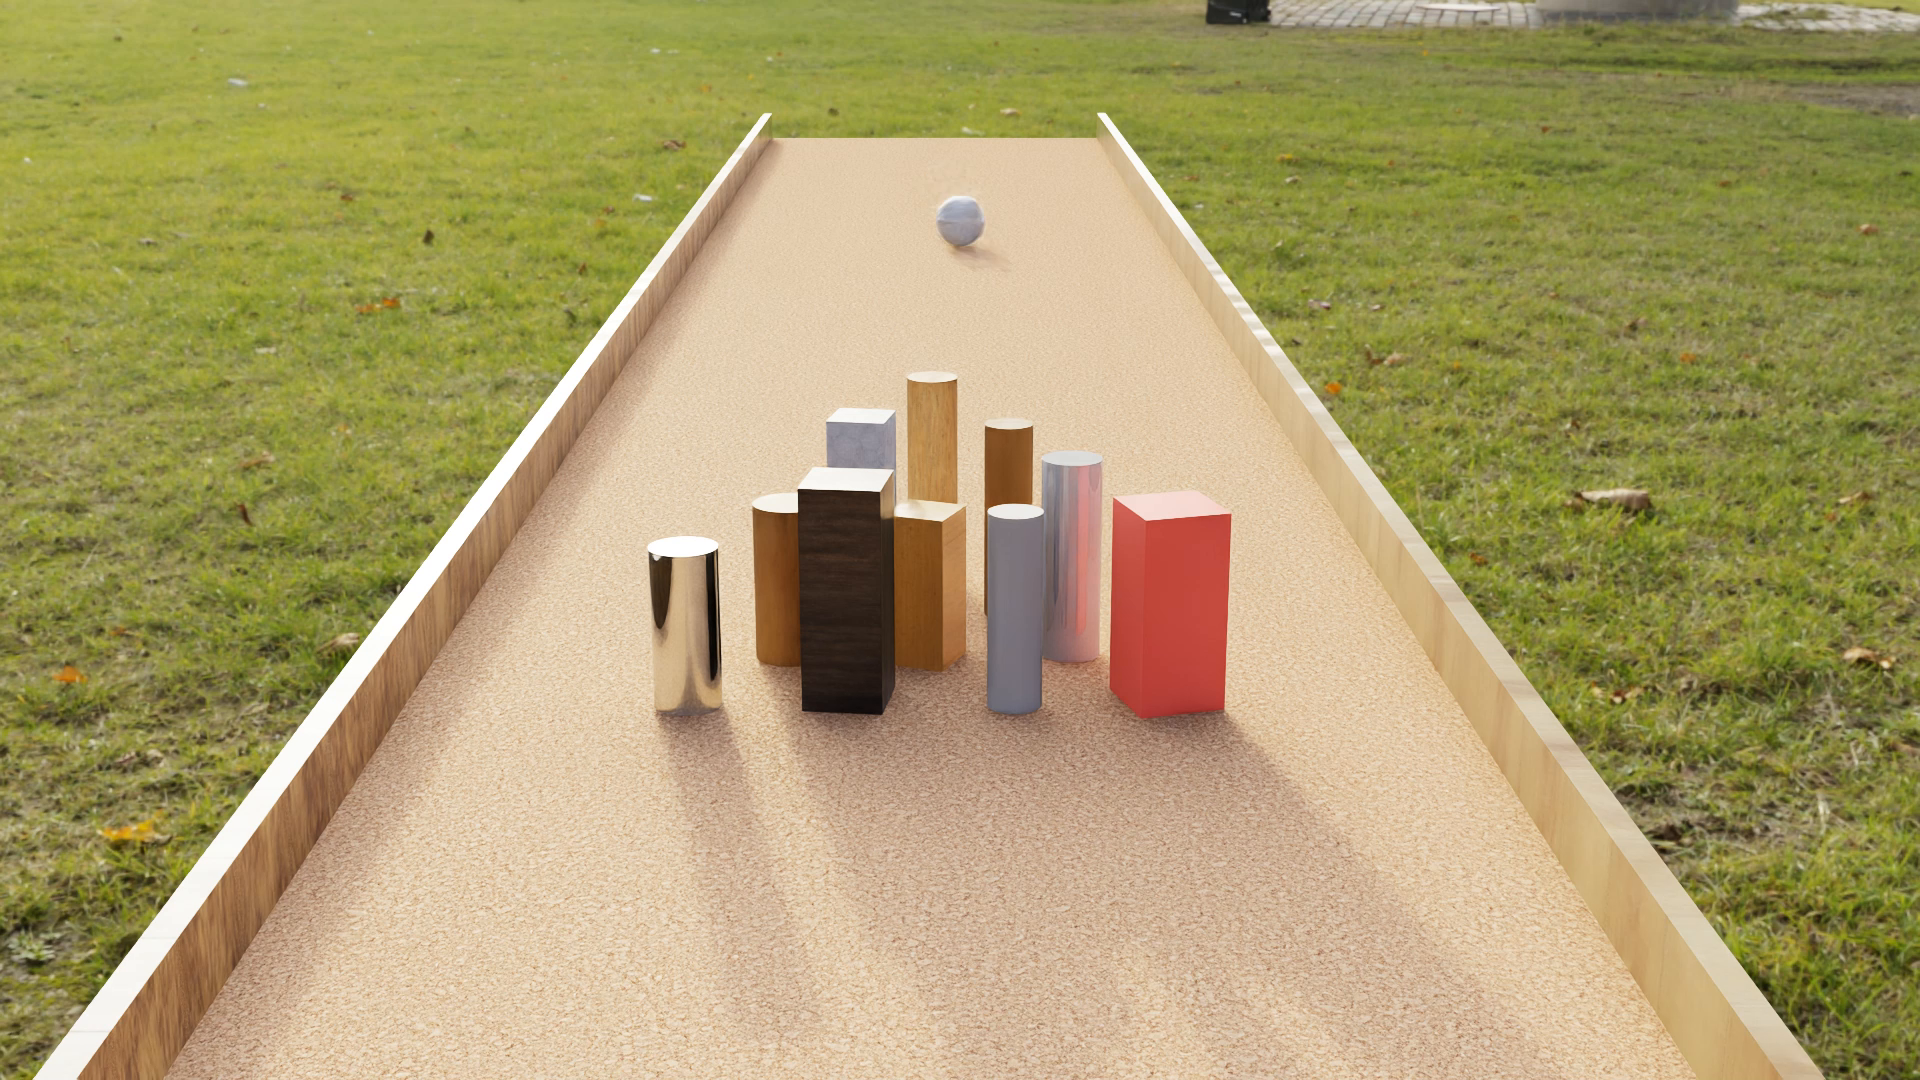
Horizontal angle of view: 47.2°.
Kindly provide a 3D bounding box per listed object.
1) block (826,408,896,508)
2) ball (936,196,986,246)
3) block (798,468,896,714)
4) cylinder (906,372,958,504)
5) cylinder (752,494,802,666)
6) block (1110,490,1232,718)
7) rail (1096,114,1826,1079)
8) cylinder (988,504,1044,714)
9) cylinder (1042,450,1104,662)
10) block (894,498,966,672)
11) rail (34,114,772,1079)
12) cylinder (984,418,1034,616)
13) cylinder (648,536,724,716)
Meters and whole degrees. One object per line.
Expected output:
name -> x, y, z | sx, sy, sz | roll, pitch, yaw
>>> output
block -> -0.204, -0.045, 4.601 | 0.120, 0.442, 0.120 | 3, 17, 10
ball -> 0.003, -1.372, 9.460 | 0.217, 0.217, 0.217 | 0, 17, 0
block -> -0.212, 0.095, 4.144 | 0.153, 0.435, 0.153 | 2, 17, 7
cylinder -> -0.061, -0.139, 4.893 | 0.111, 0.457, 0.111 | 0, 17, 0
cylinder -> -0.339, 0.079, 4.401 | 0.145, 0.319, 0.145 | 0, 17, 0
block -> 0.394, 0.119, 4.150 | 0.169, 0.385, 0.169 | -5, 17, -16
rail -> 0.932, -0.844, 7.801 | 0.050, 0.150, 12.000 | 0, 17, -1
cylinder -> 0.103, 0.130, 4.122 | 0.104, 0.381, 0.104 | 0, 17, 0
cylinder -> 0.222, 0.033, 4.401 | 0.122, 0.407, 0.122 | 0, 17, 0
block -> -0.069, 0.089, 4.383 | 0.125, 0.310, 0.125 | 6, 18, 21
rail -> -1.118, -0.838, 7.780 | 0.050, 0.150, 12.000 | 0, 17, -1
cylinder -> 0.102, -0.044, 4.647 | 0.102, 0.415, 0.102 | 0, 17, 0
cylinder -> -0.515, 0.162, 4.134 | 0.130, 0.313, 0.130 | 0, 17, 0
